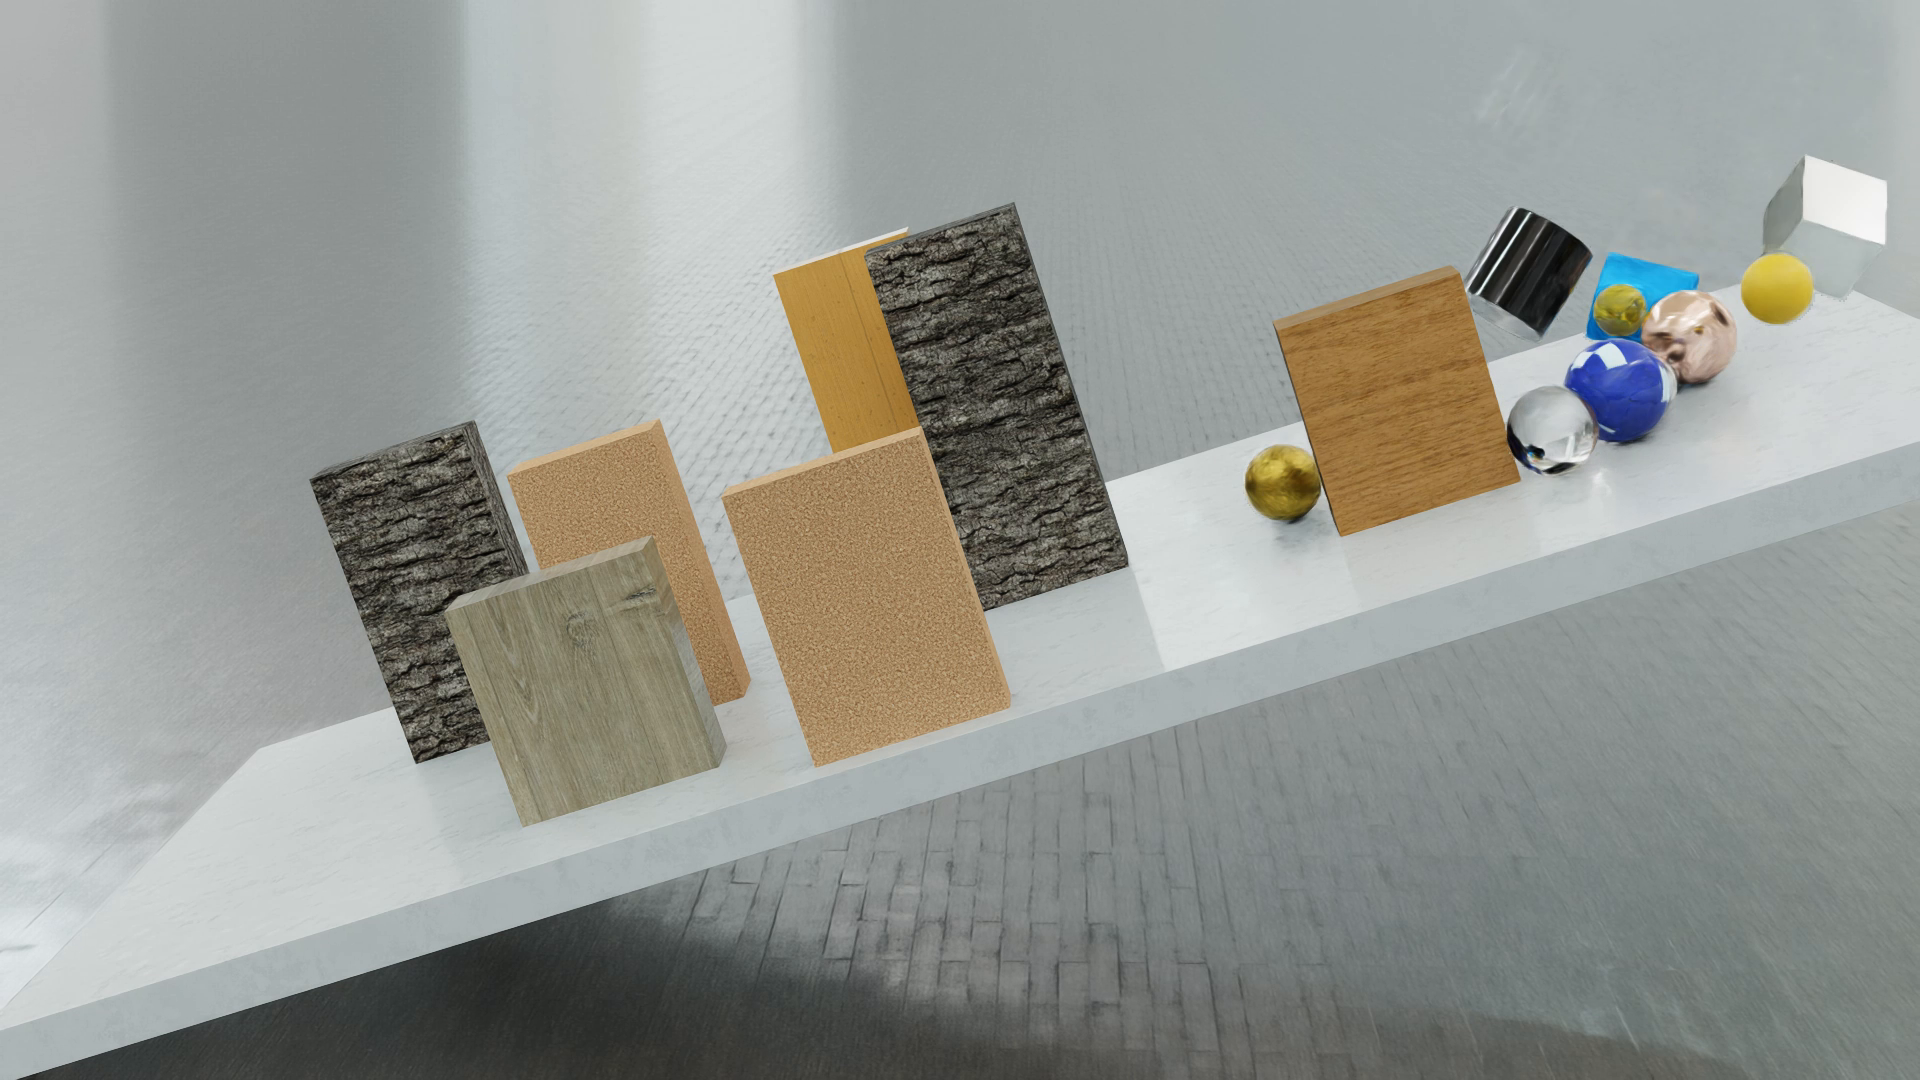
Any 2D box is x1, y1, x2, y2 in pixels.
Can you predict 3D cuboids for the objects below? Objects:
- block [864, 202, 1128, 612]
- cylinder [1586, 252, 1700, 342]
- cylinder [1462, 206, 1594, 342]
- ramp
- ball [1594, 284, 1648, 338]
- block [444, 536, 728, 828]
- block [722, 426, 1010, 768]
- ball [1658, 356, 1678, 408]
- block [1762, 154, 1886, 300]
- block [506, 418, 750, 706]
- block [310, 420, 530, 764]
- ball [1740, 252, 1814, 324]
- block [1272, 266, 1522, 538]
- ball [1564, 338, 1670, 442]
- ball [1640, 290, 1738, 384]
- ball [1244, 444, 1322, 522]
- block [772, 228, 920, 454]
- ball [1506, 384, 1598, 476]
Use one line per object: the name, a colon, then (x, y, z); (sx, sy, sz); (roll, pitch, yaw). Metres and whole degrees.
block: (0.081, -0.281, 6.253); (0.328, 0.798, 0.140); (-17, 11, 5)
cylinder: (1.498, -0.513, 6.454); (0.195, 0.195, 0.195); (17, 16, 16)
cylinder: (1.169, -0.550, 6.092); (0.204, 0.204, 0.204); (32, -1, 1)
ramp: (0.102, 0.182, 6.309); (4.000, 0.100, 2.000); (-17, 11, 5)
ball: (1.418, -0.493, 6.315); (0.115, 0.115, 0.115); (0, 12, 0)
block: (-0.726, 0.275, 5.735); (0.406, 0.451, 0.145); (-17, 11, 5)
block: (-0.169, 0.106, 5.420); (0.379, 0.535, 0.099); (-17, 11, 5)
ball: (1.406, -0.318, 6.028); (0.126, 0.126, 0.126); (0, 12, 0)
block: (1.791, -0.648, 6.099); (0.182, 0.182, 0.182); (17, 54, -5)
block: (-0.699, 0.084, 6.252); (0.319, 0.602, 0.149); (-17, 11, 5)
block: (-1.162, 0.117, 6.637); (0.361, 0.687, 0.148); (-17, 11, 5)
ball: (1.599, -0.492, 5.755); (0.140, 0.140, 0.140); (0, 12, 0)
block: (0.872, -0.279, 5.884); (0.372, 0.436, 0.142); (-17, 11, 5)
ball: (1.308, -0.298, 5.864); (0.208, 0.208, 0.208); (0, 12, 0)
ball: (1.527, -0.425, 6.164); (0.199, 0.199, 0.199); (0, 12, 0)
ball: (0.677, -0.120, 6.157); (0.163, 0.163, 0.163); (0, 12, 0)
block: (-0.171, -0.348, 7.159); (0.336, 0.749, 0.121); (-17, 11, 5)
ball: (1.162, -0.215, 5.770); (0.178, 0.178, 0.178); (0, 12, 0)
